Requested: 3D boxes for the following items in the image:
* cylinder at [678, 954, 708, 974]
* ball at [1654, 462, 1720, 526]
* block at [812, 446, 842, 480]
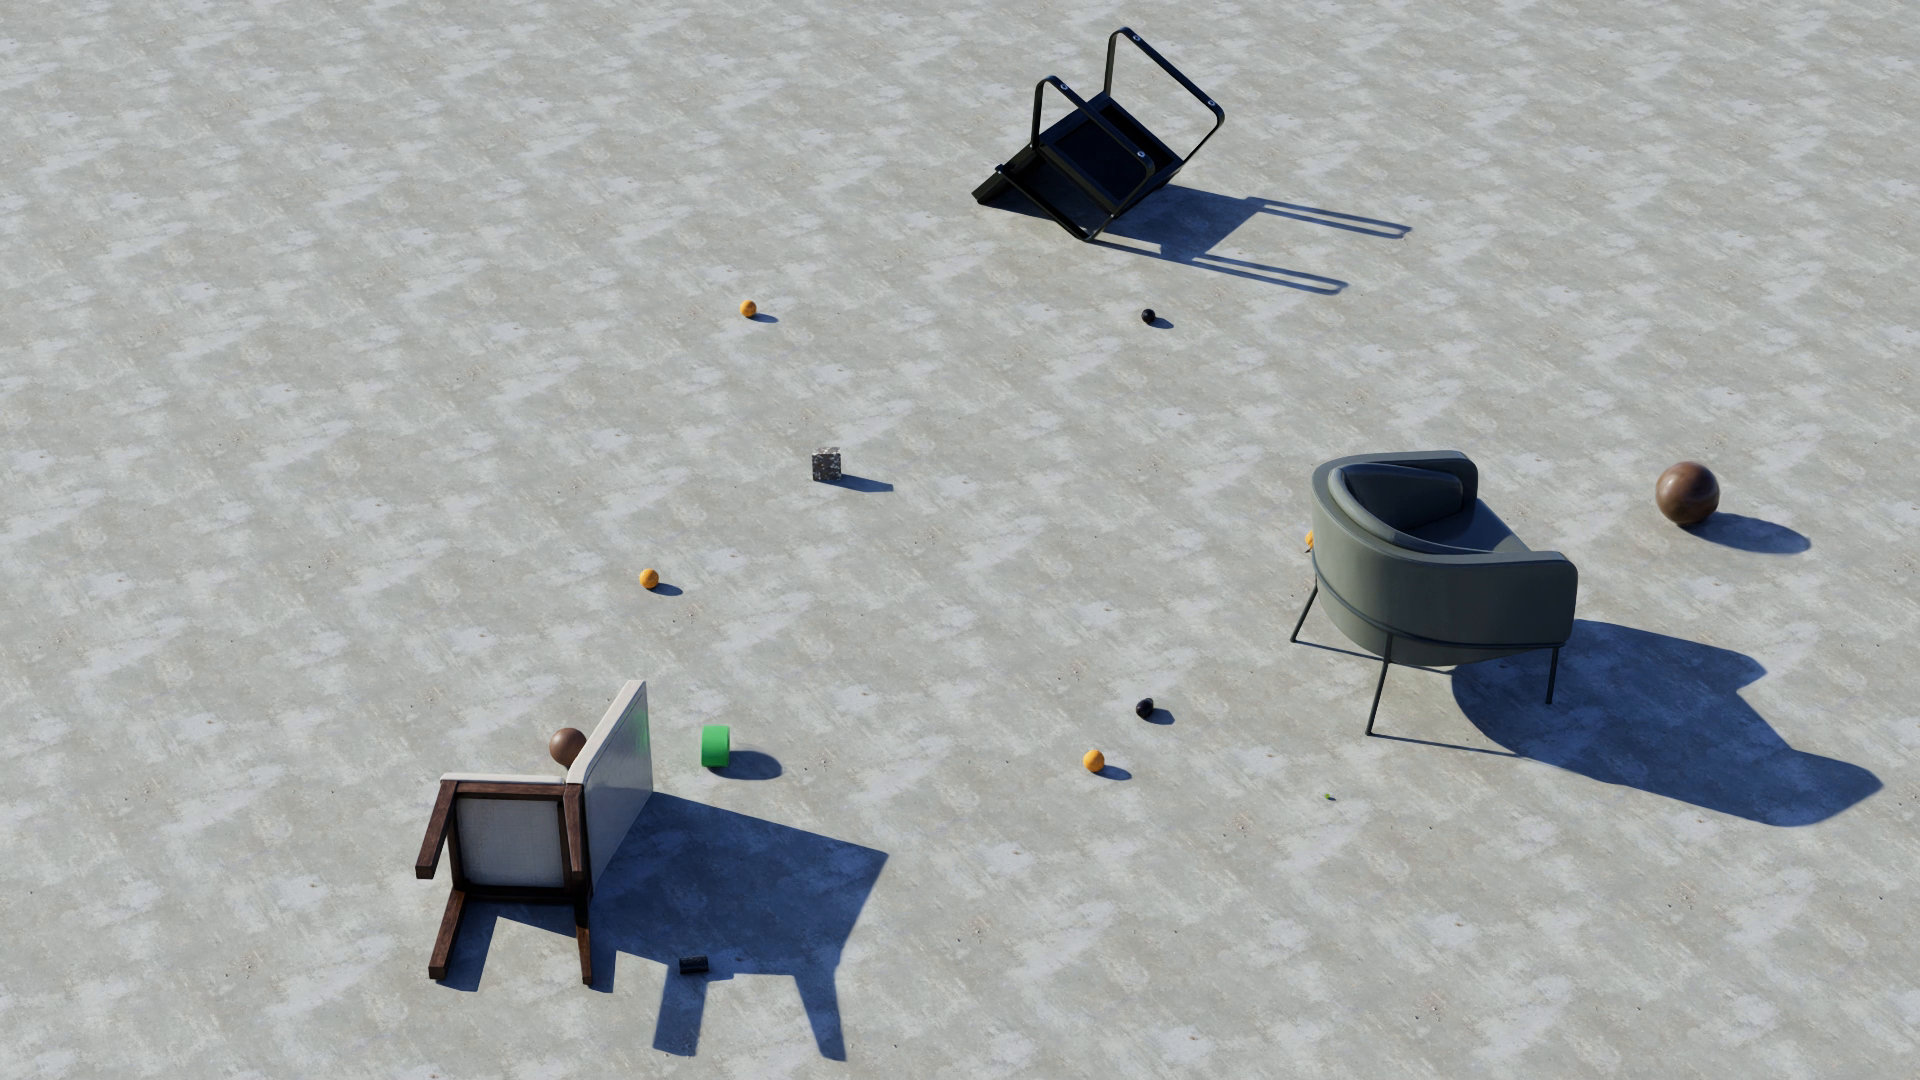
[{"bbox_3d":[-0.812,1.293,8.938,0.087,0.049,0.057,-5,29,-8],"label":"cylinder"},{"bbox_3d":[2.728,-0.175,10.992,0.240,0.240,0.240,0,33,0],"label":"ball"},{"bbox_3d":[-0.514,-0.293,11.281,0.109,0.119,0.049,-3,33,-4],"label":"block"}]
